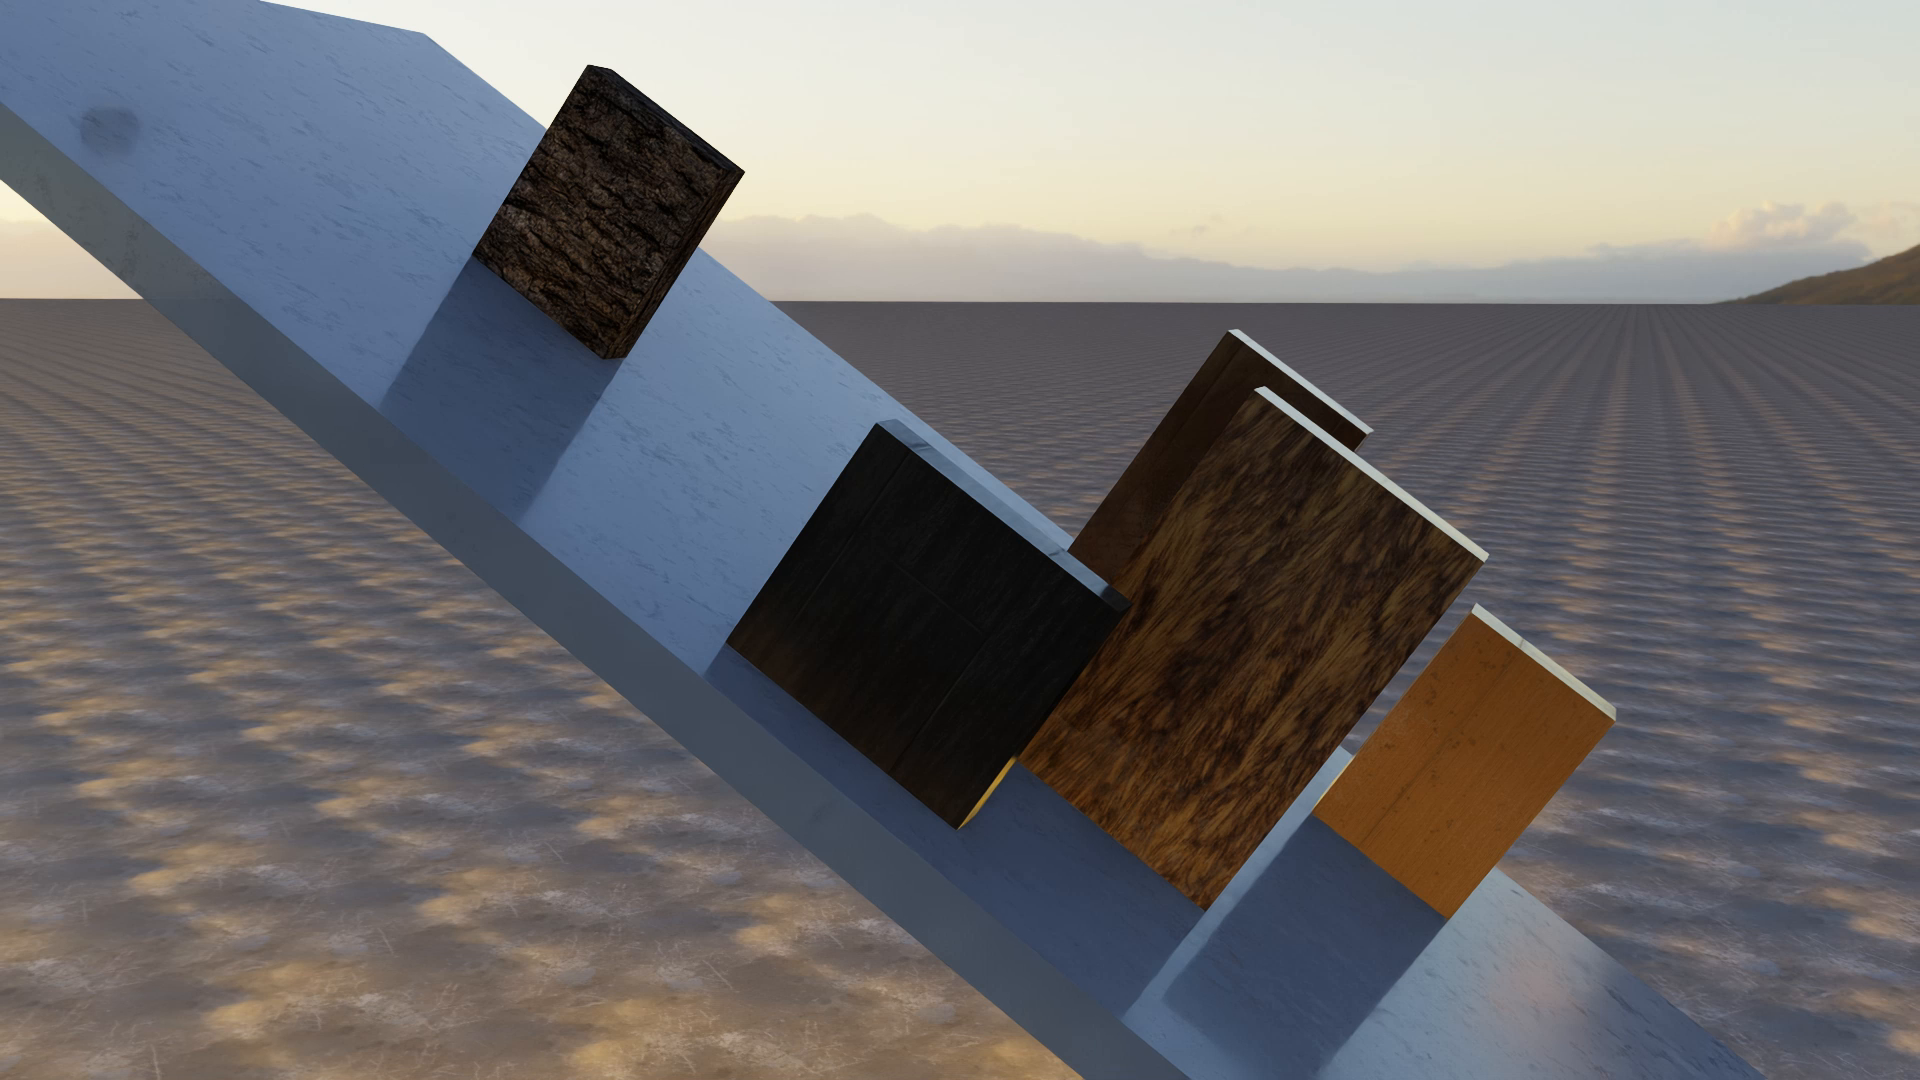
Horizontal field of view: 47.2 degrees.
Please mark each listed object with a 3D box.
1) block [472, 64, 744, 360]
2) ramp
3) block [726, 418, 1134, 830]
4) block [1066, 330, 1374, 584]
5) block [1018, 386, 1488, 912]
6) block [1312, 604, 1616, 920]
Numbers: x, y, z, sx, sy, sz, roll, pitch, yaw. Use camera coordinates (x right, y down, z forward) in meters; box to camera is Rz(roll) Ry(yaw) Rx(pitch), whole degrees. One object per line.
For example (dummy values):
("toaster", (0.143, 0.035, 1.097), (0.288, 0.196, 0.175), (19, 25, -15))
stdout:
("block", (-0.653, -0.604, 4.070), (0.329, 0.423, 0.099), (38, 16, 10))
("ramp", (-0.074, 0.140, 4.074), (4.000, 0.100, 2.000), (38, 16, 10))
("block", (-0.050, 0.122, 3.228), (0.445, 0.410, 0.091), (38, 16, 10))
("block", (0.518, -0.076, 4.572), (0.350, 0.636, 0.116), (38, 16, 10))
("block", (0.441, 0.176, 3.521), (0.439, 0.718, 0.105), (38, 16, 10))
("block", (0.982, 0.431, 4.296), (0.334, 0.507, 0.129), (38, 16, 10))
